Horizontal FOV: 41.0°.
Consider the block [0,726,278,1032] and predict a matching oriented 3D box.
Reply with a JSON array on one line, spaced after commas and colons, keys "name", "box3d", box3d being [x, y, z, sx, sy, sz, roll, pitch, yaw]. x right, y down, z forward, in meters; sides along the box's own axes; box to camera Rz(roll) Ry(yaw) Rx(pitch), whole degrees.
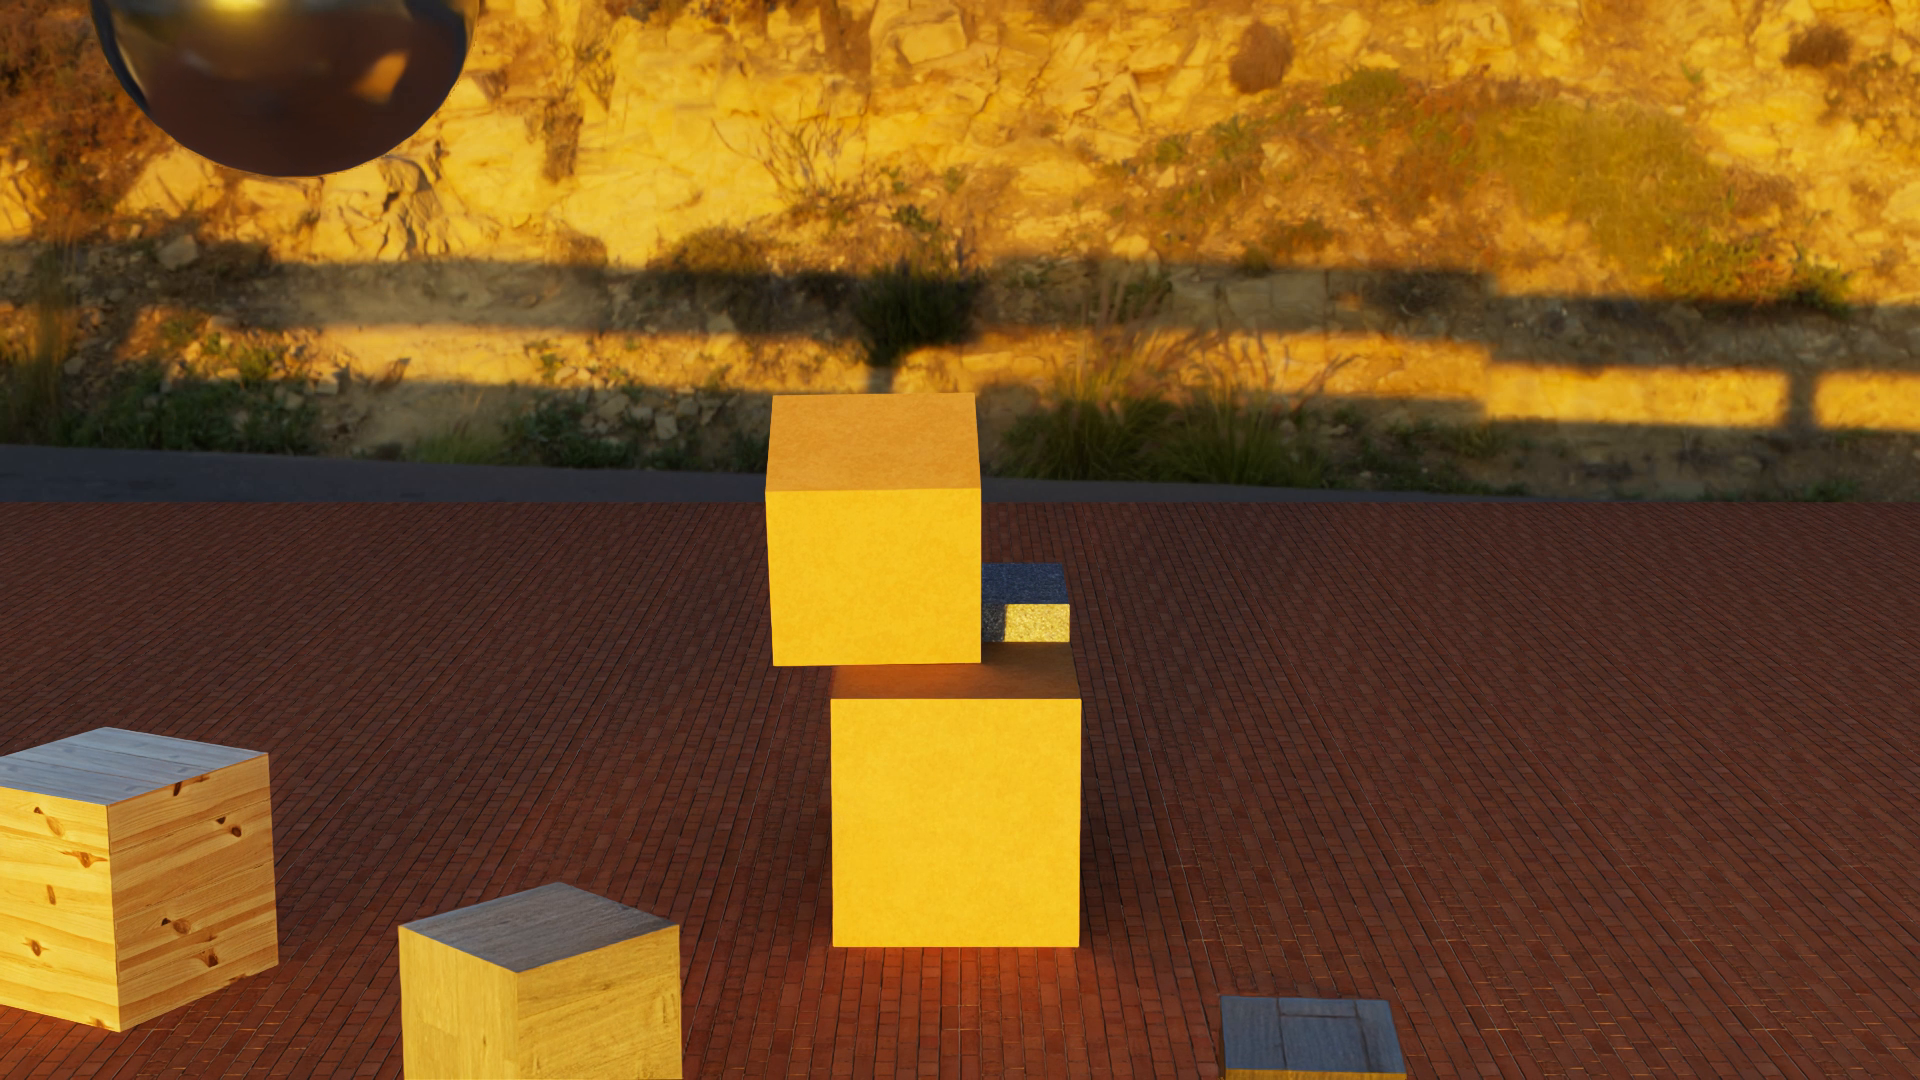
[{"name": "block", "box3d": [-3.307, 1.295, 10.009, 0.880, 0.871, 0.839, 5, 12, 28]}]

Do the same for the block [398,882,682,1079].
[{"name": "block", "box3d": [-1.458, 1.628, 8.939, 0.683, 0.599, 0.689, 10, 14, 43]}]

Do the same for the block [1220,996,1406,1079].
[{"name": "block", "box3d": [1.085, 1.811, 7.999, 0.534, 0.575, 0.618, 1, 10, 4]}]

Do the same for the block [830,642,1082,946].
[{"name": "block", "box3d": [-0.016, 1.053, 10.876, 1.001, 1.037, 1.053, 0, 10, 0]}]

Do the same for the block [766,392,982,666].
[{"name": "block", "box3d": [-0.363, -0.055, 11.020, 0.877, 0.844, 0.860, -1, 30, -1]}]

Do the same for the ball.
[{"name": "ball", "box3d": [-2.826, -2.327, 10.757, 1.600, 1.600, 1.600, 0, 10, 0]}]

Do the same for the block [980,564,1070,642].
[{"name": "block", "box3d": [-0.023, 0.789, 11.860, 1.015, 1.205, 0.964, 0, 10, 0]}]
